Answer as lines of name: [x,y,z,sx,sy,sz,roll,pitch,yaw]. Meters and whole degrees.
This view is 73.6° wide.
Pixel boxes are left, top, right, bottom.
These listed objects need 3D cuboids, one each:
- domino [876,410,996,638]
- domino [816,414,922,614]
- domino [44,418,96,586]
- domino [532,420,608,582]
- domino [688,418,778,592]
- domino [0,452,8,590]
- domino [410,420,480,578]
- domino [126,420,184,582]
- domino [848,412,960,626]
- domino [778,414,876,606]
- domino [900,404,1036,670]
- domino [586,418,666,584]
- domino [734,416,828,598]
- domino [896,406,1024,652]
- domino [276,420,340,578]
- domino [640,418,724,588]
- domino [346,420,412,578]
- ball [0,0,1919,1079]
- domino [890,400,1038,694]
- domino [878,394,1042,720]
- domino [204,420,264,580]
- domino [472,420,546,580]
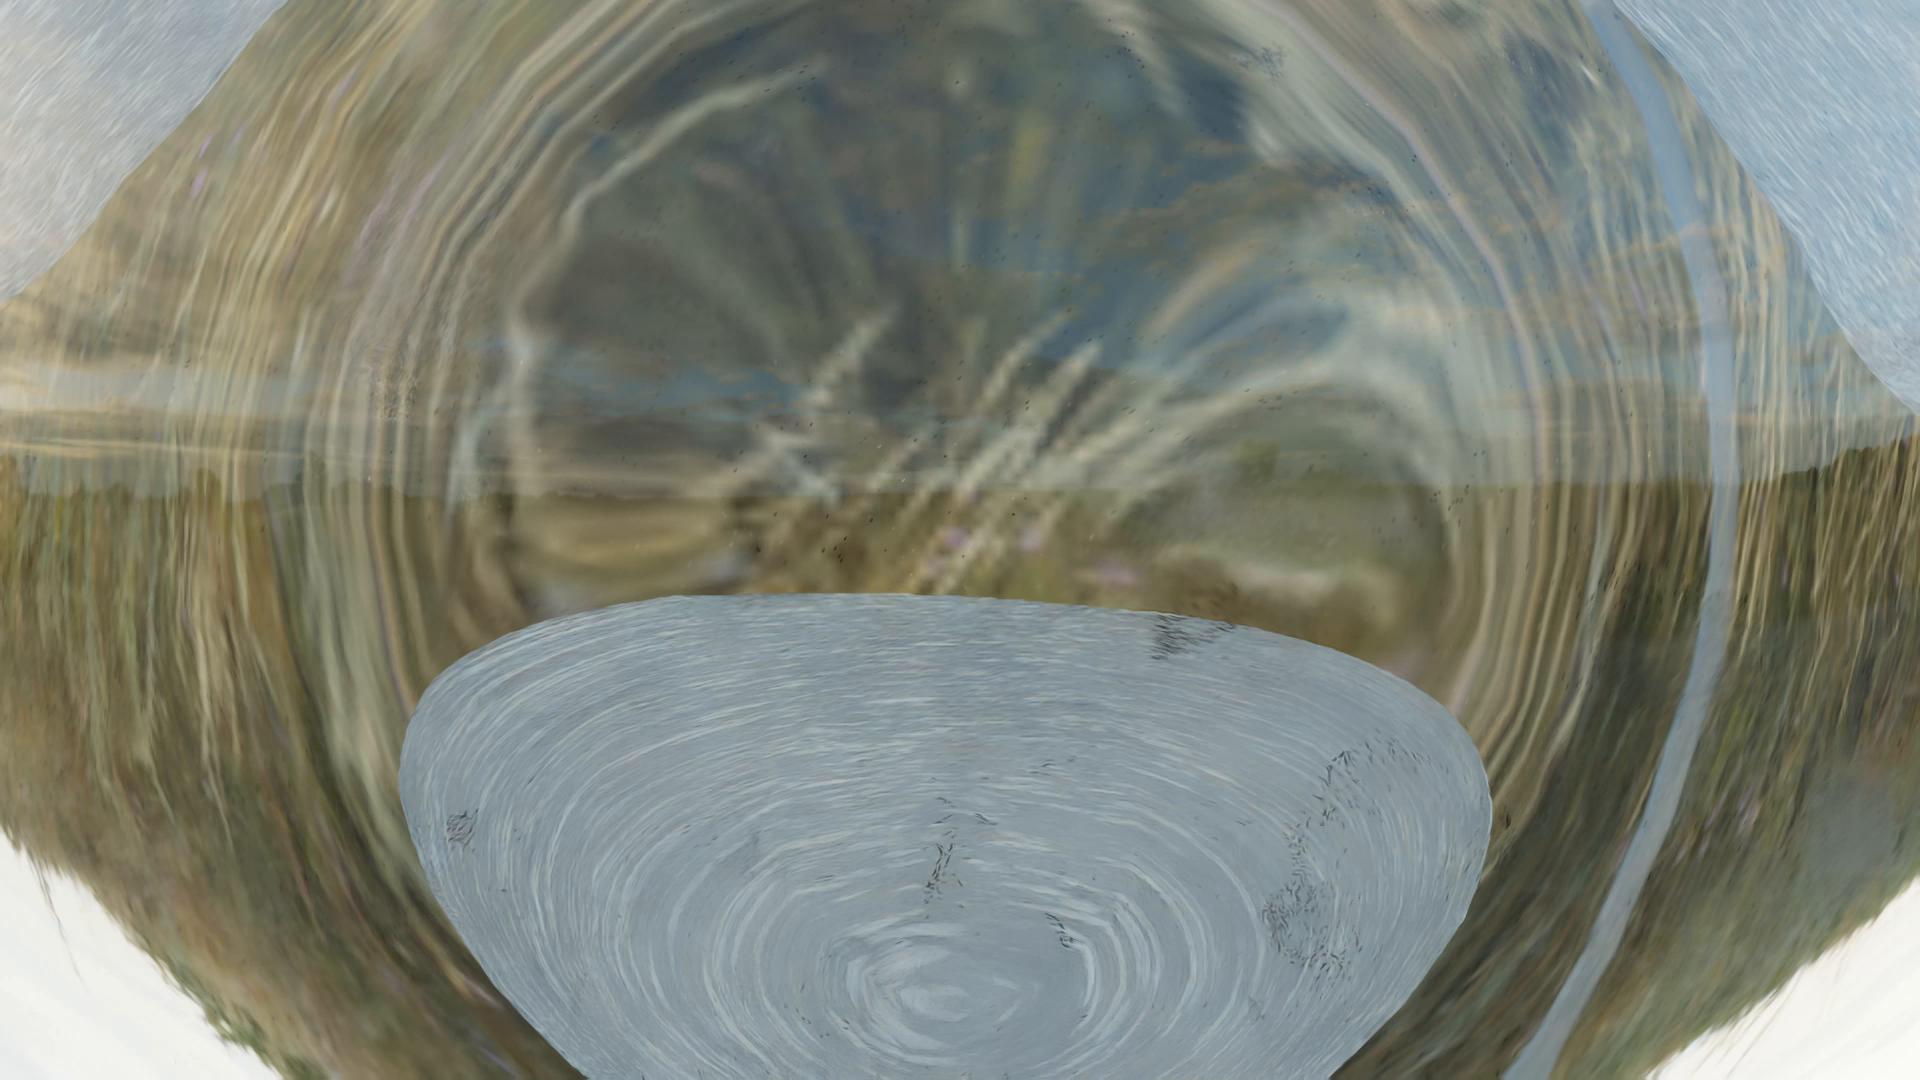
domino: [-0.005,-0.004,0.288,0.025,0.050,0.009,-1,4,-17]
domino: [-0.023,-0.007,0.328,0.025,0.050,0.009,-3,5,-31]
domino: [-0.273,-0.012,0.395,0.009,0.050,0.025,-3,5,-31]
domino: [-0.124,-0.013,0.409,0.010,0.050,0.025,1,5,19]
domino: [-0.066,-0.011,0.377,0.010,0.050,0.025,3,6,39]
domino: [-0.291,-0.011,0.382,0.009,0.050,0.025,-3,5,-39]
domino: [-0.167,-0.014,0.418,0.010,0.050,0.025,0,4,5]
domino: [-0.253,-0.013,0.404,0.009,0.050,0.025,-2,5,-22]
domino: [-0.013,-0.006,0.308,0.025,0.050,0.009,-2,5,-24]
domino: [-0.036,-0.008,0.346,0.025,0.050,0.009,-3,5,-38]
domino: [0.001,-0.001,0.245,0.025,0.050,0.009,0,4,-1]
domino: [-0.104,-0.012,0.401,0.010,0.050,0.025,2,5,25]
domino: [-0.050,-0.010,0.363,0.025,0.050,0.009,-4,6,-44]
domino: [0.000,-0.002,0.267,0.025,0.050,0.010,-1,4,-9]
domino: [-0.211,-0.014,0.416,0.010,0.050,0.025,-1,4,-9]
domino: [-0.084,-0.012,0.390,0.009,0.050,0.025,3,5,32]
domino: [-0.189,-0.014,0.418,0.009,0.050,0.025,0,4,-2]
ball: [0.000,-0.002,0.056,0.080,0.080,0.080,0,4,0]
domino: [0.001,0.001,0.223,0.025,0.050,0.009,0,4,3]
domino: [0.000,0.002,0.201,0.025,0.050,0.009,0,4,0]
domino: [-0.233,-0.013,0.411,0.010,0.050,0.025,-1,4,-16]
domino: [-0.145,-0.014,0.414,0.009,0.050,0.025,1,4,11]
